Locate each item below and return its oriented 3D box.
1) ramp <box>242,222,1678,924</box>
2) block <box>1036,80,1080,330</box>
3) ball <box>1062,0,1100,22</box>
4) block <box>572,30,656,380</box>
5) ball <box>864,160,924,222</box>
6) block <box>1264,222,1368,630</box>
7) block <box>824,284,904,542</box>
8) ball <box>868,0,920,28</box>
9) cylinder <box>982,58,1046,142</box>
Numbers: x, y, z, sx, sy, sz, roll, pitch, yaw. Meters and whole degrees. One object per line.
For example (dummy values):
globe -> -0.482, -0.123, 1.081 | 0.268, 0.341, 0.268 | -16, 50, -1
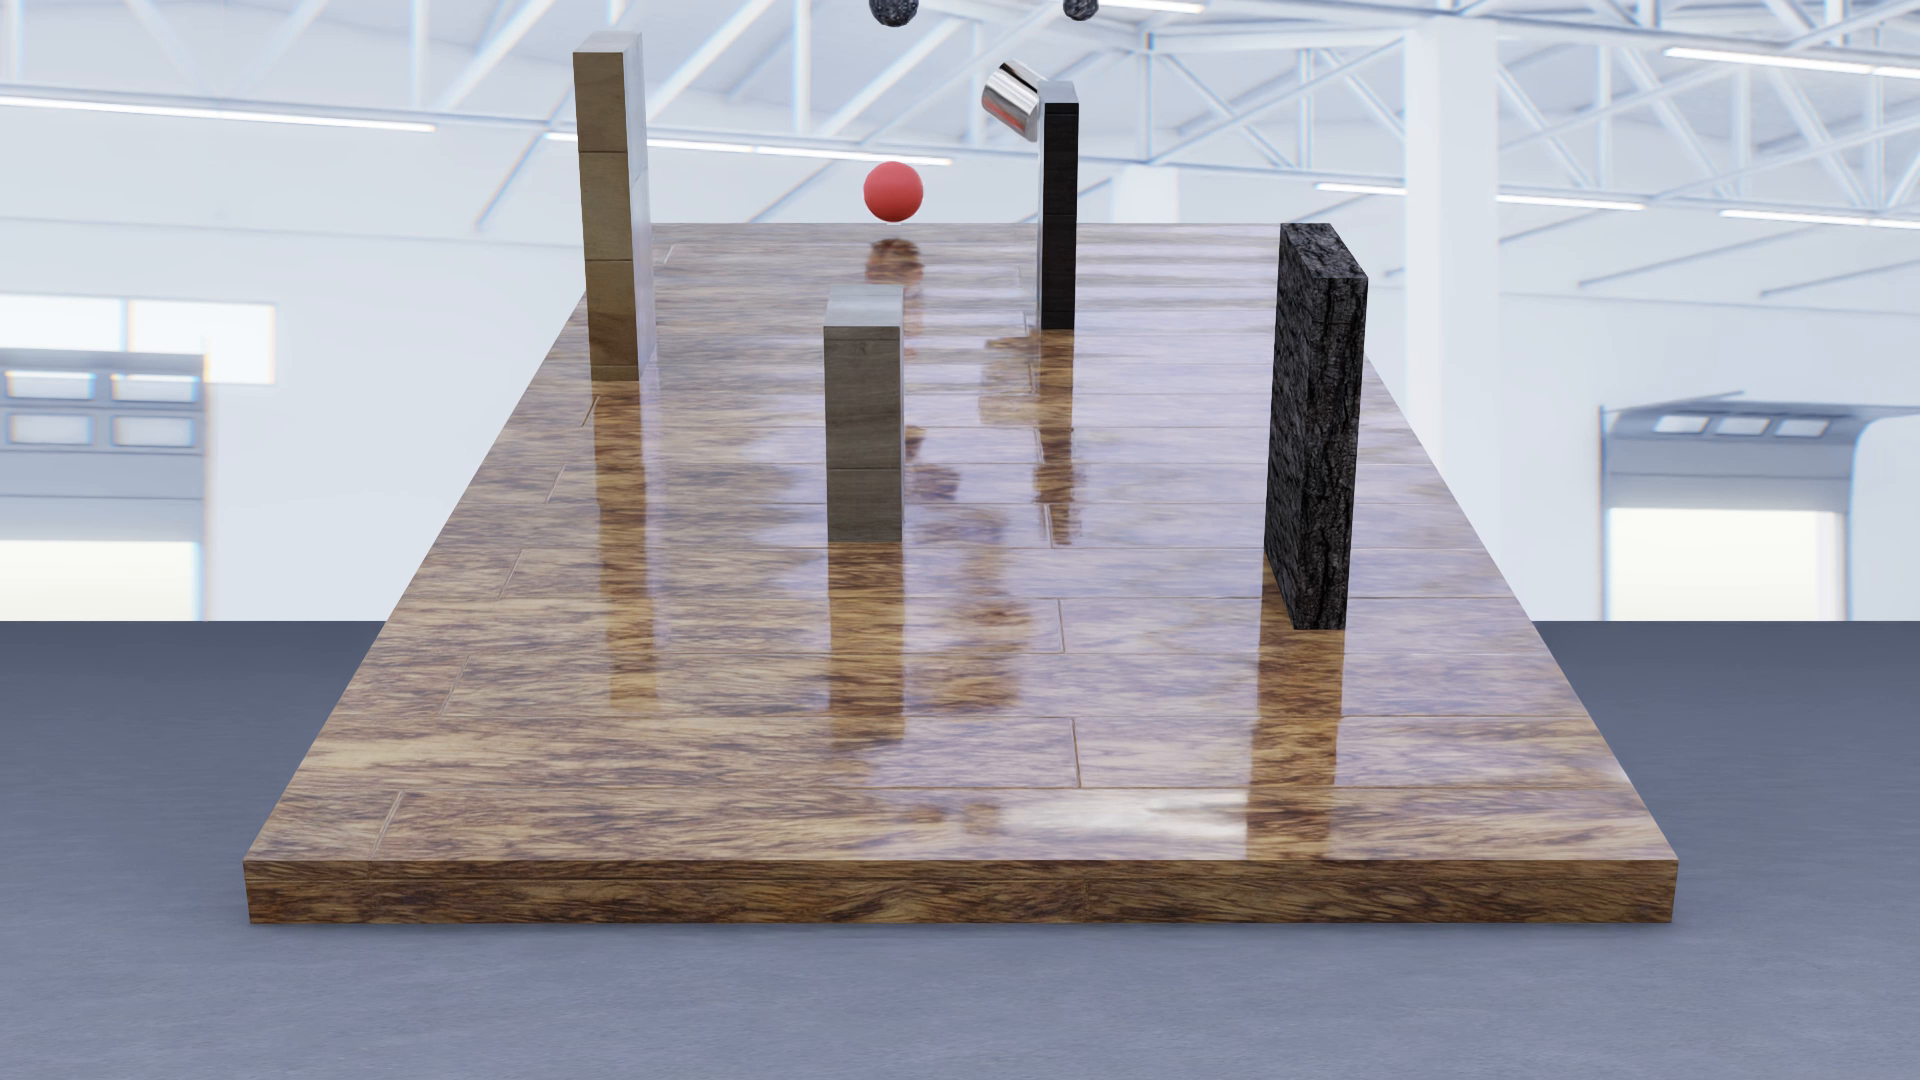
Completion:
ramp -> -0.005, -0.212, 5.058 | 2.000, 0.100, 4.000 | 0, 21, 0
block -> 0.248, -0.862, 5.831 | 0.085, 0.572, 0.334 | 0, 21, 0
ball -> 0.343, -1.529, 6.467 | 0.108, 0.108, 0.108 | 0, -2, 0
block -> -0.809, -0.790, 5.365 | 0.112, 0.762, 0.337 | 0, 21, 0
ball -> -0.199, -1.039, 6.789 | 0.181, 0.181, 0.181 | 0, -2, 0
block -> 0.623, -0.208, 4.022 | 0.089, 0.624, 0.406 | 0, 21, 0
block -> -0.182, -0.249, 4.409 | 0.141, 0.425, 0.309 | 0, 21, 0
ball -> -0.191, -1.559, 6.584 | 0.146, 0.146, 0.146 | 0, -2, 0
cylinder -> 0.186, -1.283, 6.644 | 0.175, 0.175, 0.175 | 39, 16, 23
